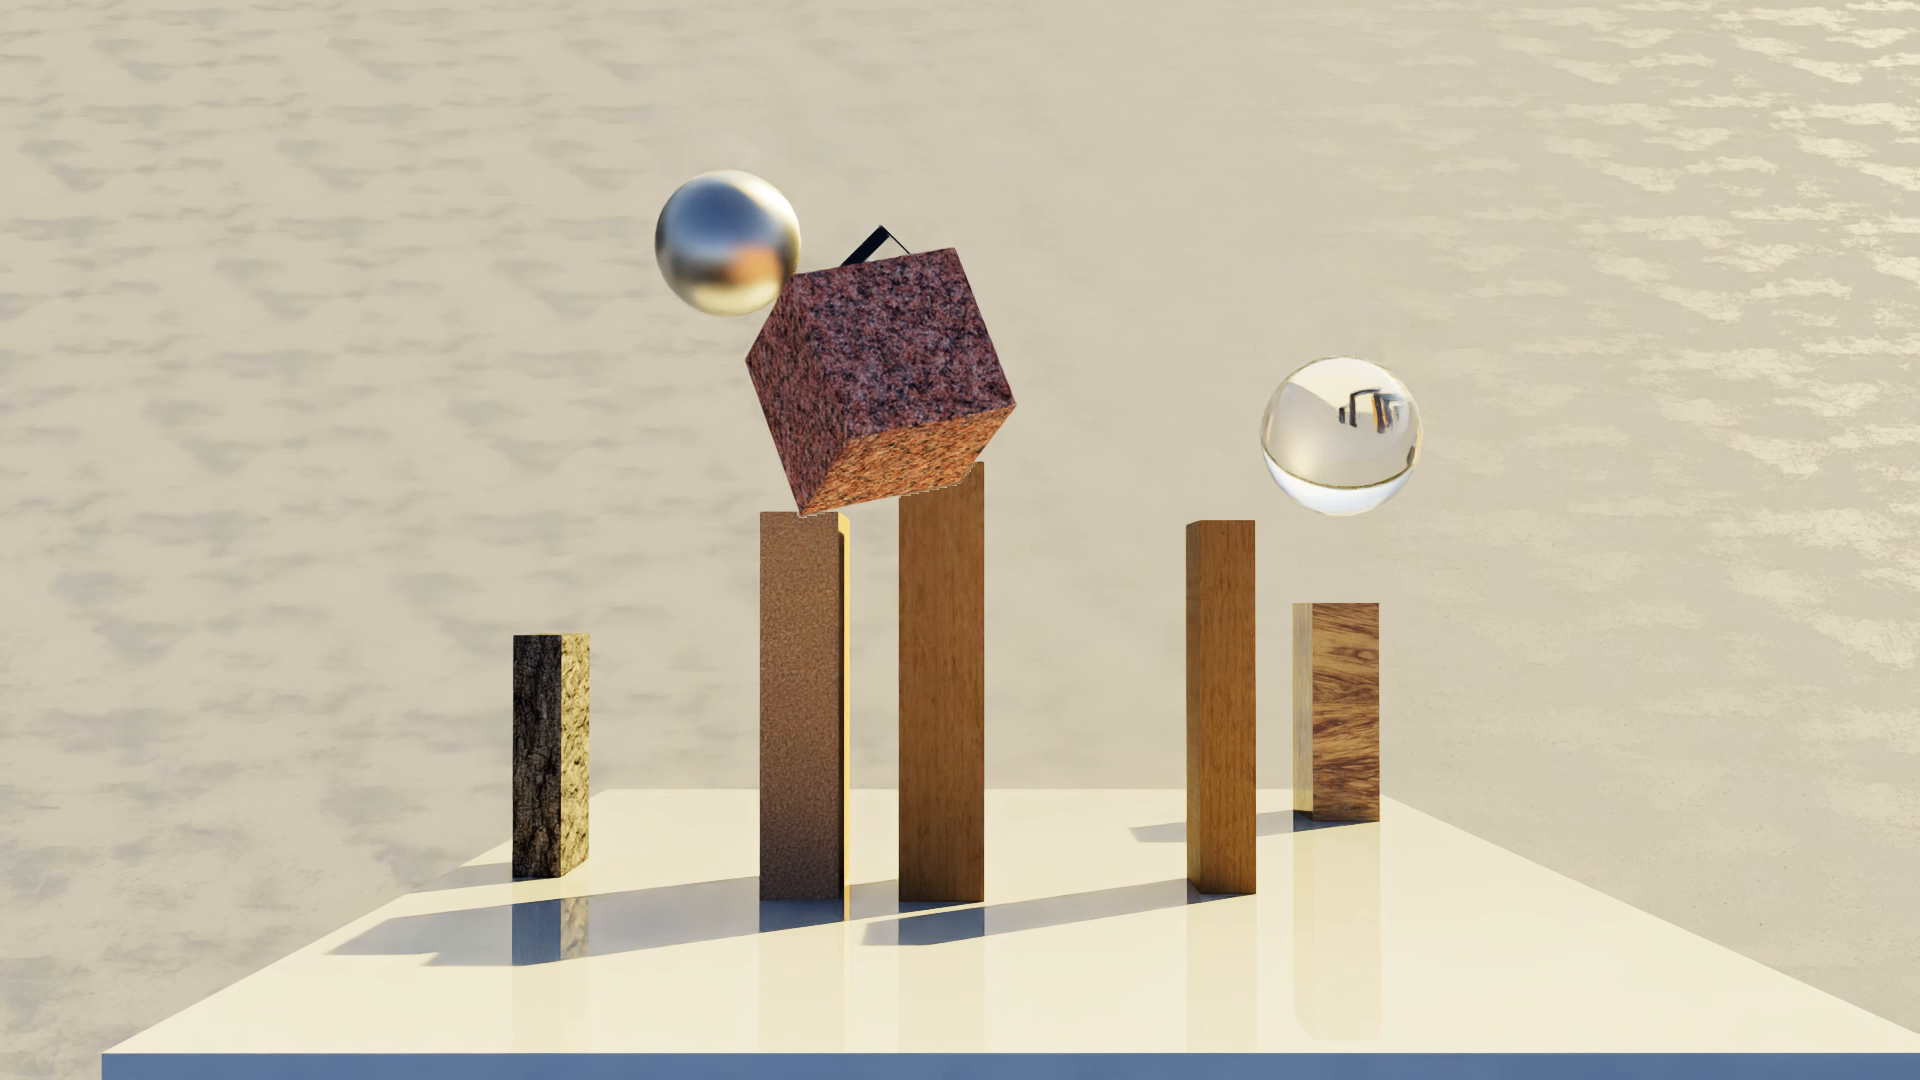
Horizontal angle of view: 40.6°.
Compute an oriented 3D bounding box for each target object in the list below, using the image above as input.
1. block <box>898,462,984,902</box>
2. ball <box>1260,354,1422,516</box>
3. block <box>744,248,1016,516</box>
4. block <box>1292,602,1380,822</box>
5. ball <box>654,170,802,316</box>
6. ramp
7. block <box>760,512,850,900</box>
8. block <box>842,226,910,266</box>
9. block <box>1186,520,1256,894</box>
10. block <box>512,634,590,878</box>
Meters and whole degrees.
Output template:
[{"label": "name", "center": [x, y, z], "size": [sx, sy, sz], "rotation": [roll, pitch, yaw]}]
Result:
[{"label": "block", "center": [-0.030, 0.235, 4.409], "size": [0.140, 0.716, 0.372], "rotation": [0, -1, 0]}, {"label": "ball", "center": [0.364, -0.100, 2.481], "size": [0.154, 0.154, 0.154], "rotation": [0, 34, 0]}, {"label": "block", "center": [-0.086, -0.165, 2.703], "size": [0.186, 0.186, 0.186], "rotation": [-13, 71, -25]}, {"label": "block", "center": [0.860, 0.388, 5.958], "size": [0.149, 0.487, 0.346], "rotation": [0, -1, 0]}, {"label": "ball", "center": [-0.256, -0.327, 2.859], "size": [0.161, 0.161, 0.161], "rotation": [0, 34, 0]}, {"label": "ramp", "center": [0.075, 0.652, 4.793], "size": [2.000, 0.100, 4.000], "rotation": [0, -1, 0]}, {"label": "block", "center": [-0.264, 0.276, 4.462], "size": [0.129, 0.635, 0.426], "rotation": [0, -1, 0]}, {"label": "block", "center": [-0.082, -0.273, 2.957], "size": [0.110, 0.110, 0.110], "rotation": [45, 3, 7]}, {"label": "block", "center": [0.448, 0.282, 4.468], "size": [0.093, 0.624, 0.266], "rotation": [0, -1, 0]}, {"label": "block", "center": [-0.750, 0.387, 4.773], "size": [0.086, 0.429, 0.348], "rotation": [0, -1, 0]}]
